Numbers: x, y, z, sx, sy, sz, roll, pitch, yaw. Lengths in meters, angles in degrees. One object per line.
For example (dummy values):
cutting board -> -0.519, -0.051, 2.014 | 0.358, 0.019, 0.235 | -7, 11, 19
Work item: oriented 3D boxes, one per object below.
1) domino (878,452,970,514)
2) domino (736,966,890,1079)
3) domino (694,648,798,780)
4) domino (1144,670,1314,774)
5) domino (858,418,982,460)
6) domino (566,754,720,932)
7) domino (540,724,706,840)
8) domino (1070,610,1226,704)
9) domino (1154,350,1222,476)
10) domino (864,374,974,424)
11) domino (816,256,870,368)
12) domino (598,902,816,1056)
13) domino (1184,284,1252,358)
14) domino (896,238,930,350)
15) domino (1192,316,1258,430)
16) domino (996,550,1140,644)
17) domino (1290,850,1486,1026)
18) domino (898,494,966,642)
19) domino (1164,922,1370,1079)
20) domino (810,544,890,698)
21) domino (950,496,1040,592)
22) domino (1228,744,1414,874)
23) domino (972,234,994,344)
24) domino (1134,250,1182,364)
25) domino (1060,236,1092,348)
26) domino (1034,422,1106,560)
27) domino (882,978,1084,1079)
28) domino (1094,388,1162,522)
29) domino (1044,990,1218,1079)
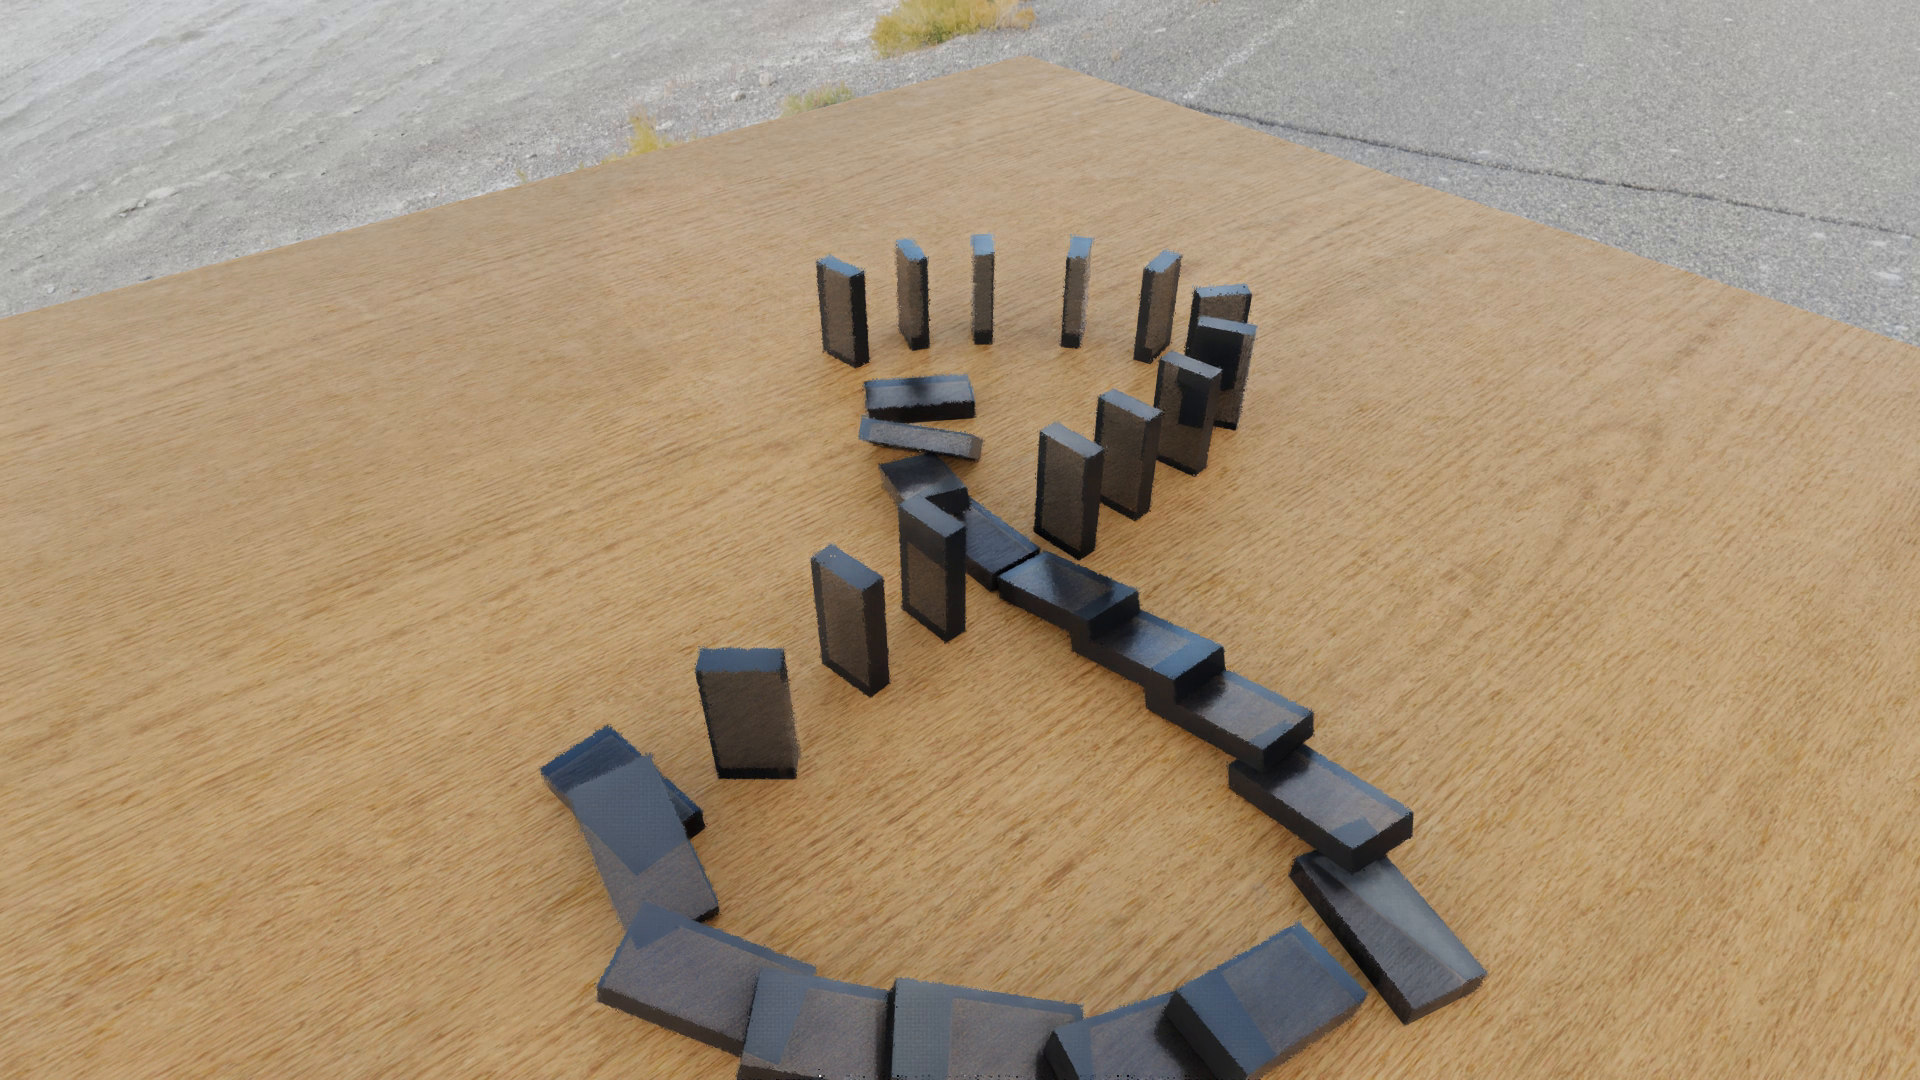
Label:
domino -> -0.016, -0.023, 0.459 | 0.025, 0.010, 0.050 | -15, 24, -12
domino -> -0.029, 0.127, 0.279 | 0.050, 0.010, 0.025 | 13, 39, -7
domino -> -0.066, 0.055, 0.344 | 0.025, 0.050, 0.010 | 0, 39, 0
domino -> 0.089, 0.056, 0.365 | 0.025, 0.009, 0.050 | -27, 33, -29
domino -> -0.017, -0.045, 0.487 | 0.050, 0.009, 0.025 | 10, 2, 12
domino -> -0.092, 0.091, 0.319 | 0.025, 0.010, 0.050 | -22, 66, -25
domino -> -0.106, 0.081, 0.345 | 0.050, 0.010, 0.025 | 30, 48, 32
domino -> 0.065, 0.038, 0.387 | 0.025, 0.009, 0.050 | -27, 31, -29
domino -> 0.097, -0.054, 0.478 | 0.025, 0.050, 0.009 | 28, 47, 30
domino -> -0.020, -0.067, 0.525 | 0.050, 0.010, 0.025 | -5, 40, -6
domino -> -0.059, -0.114, 0.550 | 0.025, 0.050, 0.009 | 32, 49, 33
domino -> -0.067, 0.118, 0.291 | 0.050, 0.009, 0.025 | 20, 42, 3
domino -> 0.123, -0.097, 0.530 | 0.025, 0.050, 0.009 | -6, 40, -7
domino -> -0.024, -0.126, 0.565 | 0.010, 0.050, 0.025 | -11, 41, -14
domino -> 0.119, -0.076, 0.504 | 0.025, 0.050, 0.009 | 14, 41, 16
domino -> 0.040, 0.020, 0.409 | 0.025, 0.010, 0.050 | -27, 32, -29
domino -> 0.120, 0.108, 0.311 | 0.025, 0.010, 0.050 | -16, 42, -18
domino -> -0.010, 0.011, 0.398 | 0.009, 0.050, 0.025 | -30, 48, -31
domino -> 0.080, 0.120, 0.285 | 0.050, 0.009, 0.025 | -10, 40, -36
domino -> -0.037, 0.028, 0.377 | 0.025, 0.050, 0.009 | 30, 48, 31
domino -> 0.006, 0.000, 0.444 | 0.025, 0.010, 0.050 | -28, 47, -29
domino -> 0.109, 0.079, 0.337 | 0.025, 0.010, 0.050 | -21, 29, -24
domino -> 0.012, -0.130, 0.570 | 0.010, 0.050, 0.025 | -1, 39, -2
domino -> 0.099, -0.117, 0.555 | 0.010, 0.050, 0.025 | 21, 44, 24
domino -> 0.060, -0.127, 0.567 | 0.009, 0.050, 0.025 | 8, 40, 10
domino -> 0.043, -0.019, 0.434 | 0.009, 0.050, 0.025 | -31, 48, -32
domino -> 0.007, 0.128, 0.277 | 0.050, 0.009, 0.025 | 12, 39, -10
domino -> 0.068, -0.035, 0.454 | 0.025, 0.050, 0.009 | 32, 49, 33
domino -> 0.049, 0.130, 0.276 | 0.050, 0.010, 0.025 | -4, 37, -28
